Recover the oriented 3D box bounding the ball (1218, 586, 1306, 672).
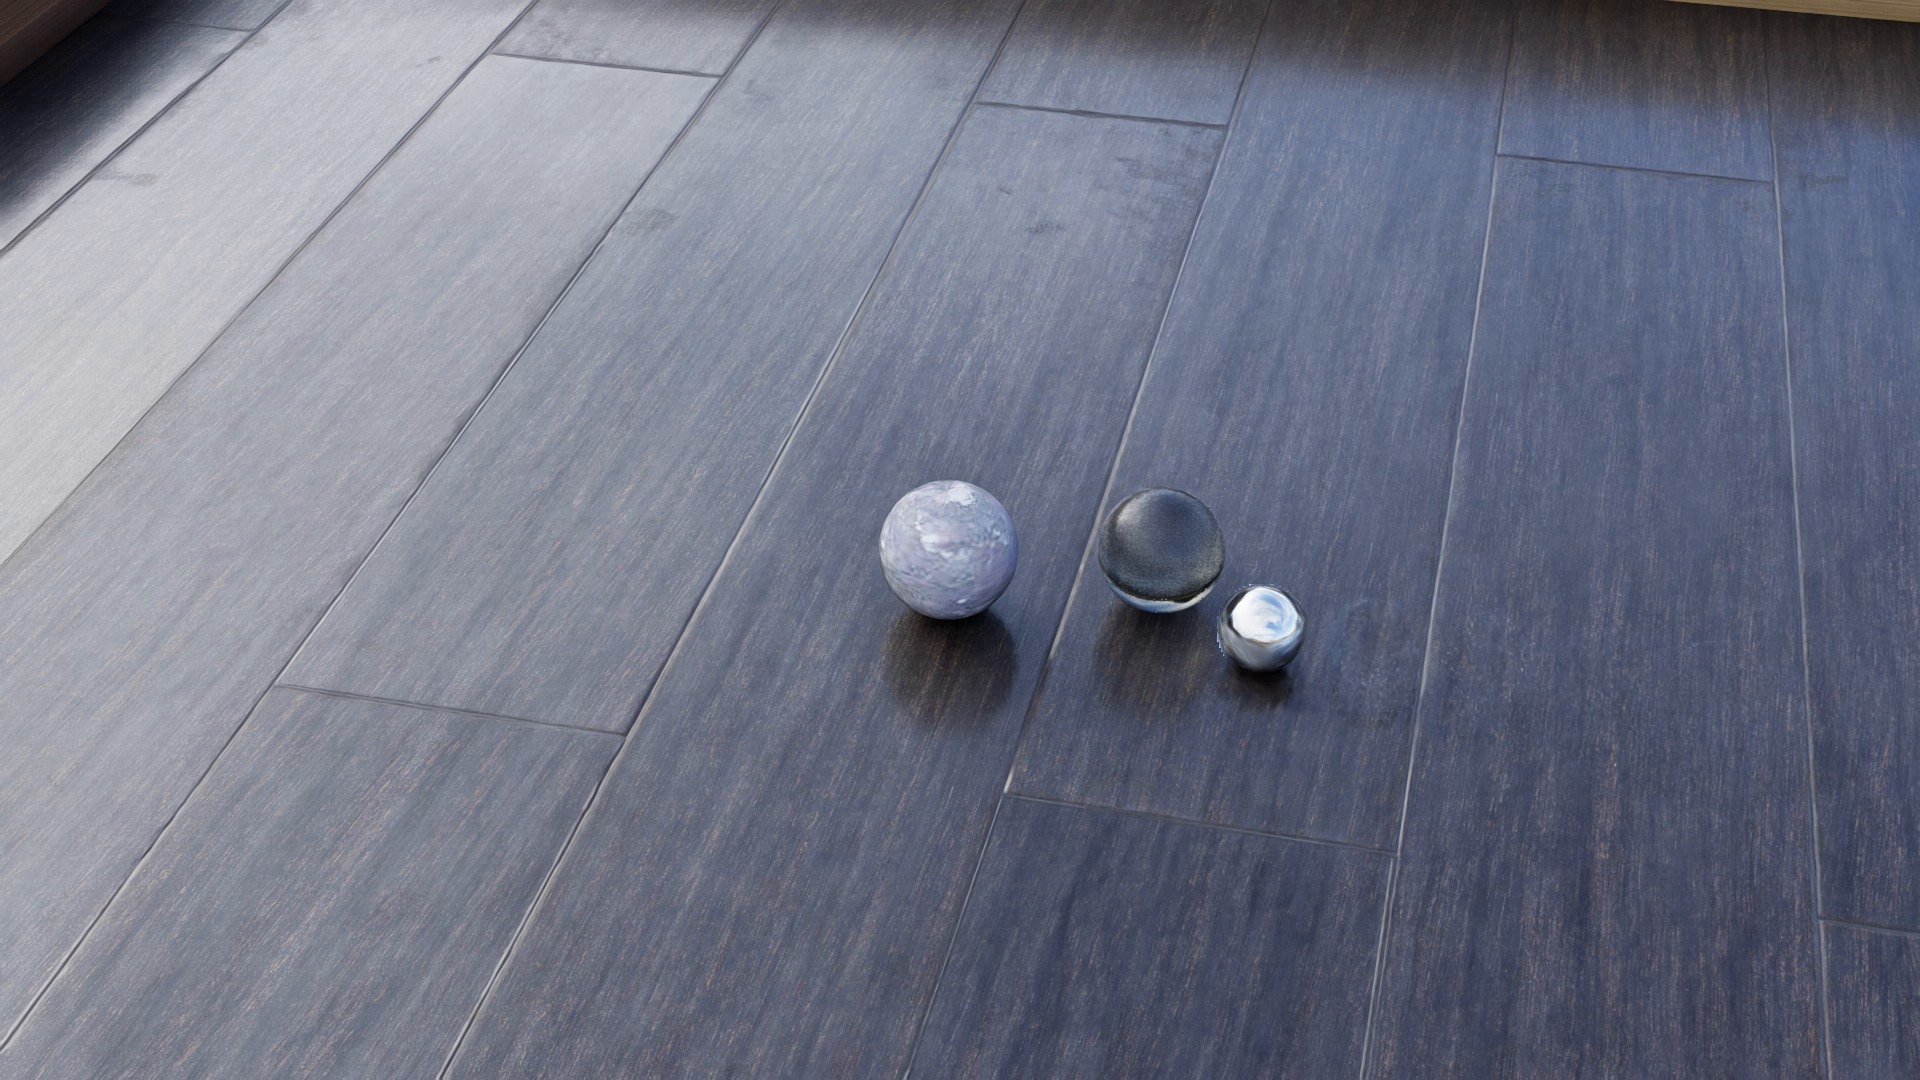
[{"bbox_3d":[0.203,0.060,1.723,0.059,0.059,0.059,0,35,0],"label":"ball"}]

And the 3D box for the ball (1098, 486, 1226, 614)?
[{"bbox_3d":[0.139,0.007,1.774,0.088,0.088,0.088,0,35,0],"label":"ball"}]

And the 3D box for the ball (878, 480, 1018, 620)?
[{"bbox_3d":[-0.008,0.007,1.767,0.097,0.097,0.097,0,35,0],"label":"ball"}]

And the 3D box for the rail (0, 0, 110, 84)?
[{"bbox_3d":[-1.056,-0.155,1.975,0.045,0.125,2.412,8,35,11],"label":"rail"}]

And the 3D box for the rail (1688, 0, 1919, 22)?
[{"bbox_3d":[1.349,-0.523,2.510,4.433,0.125,0.045,8,35,11],"label":"rail"}]
